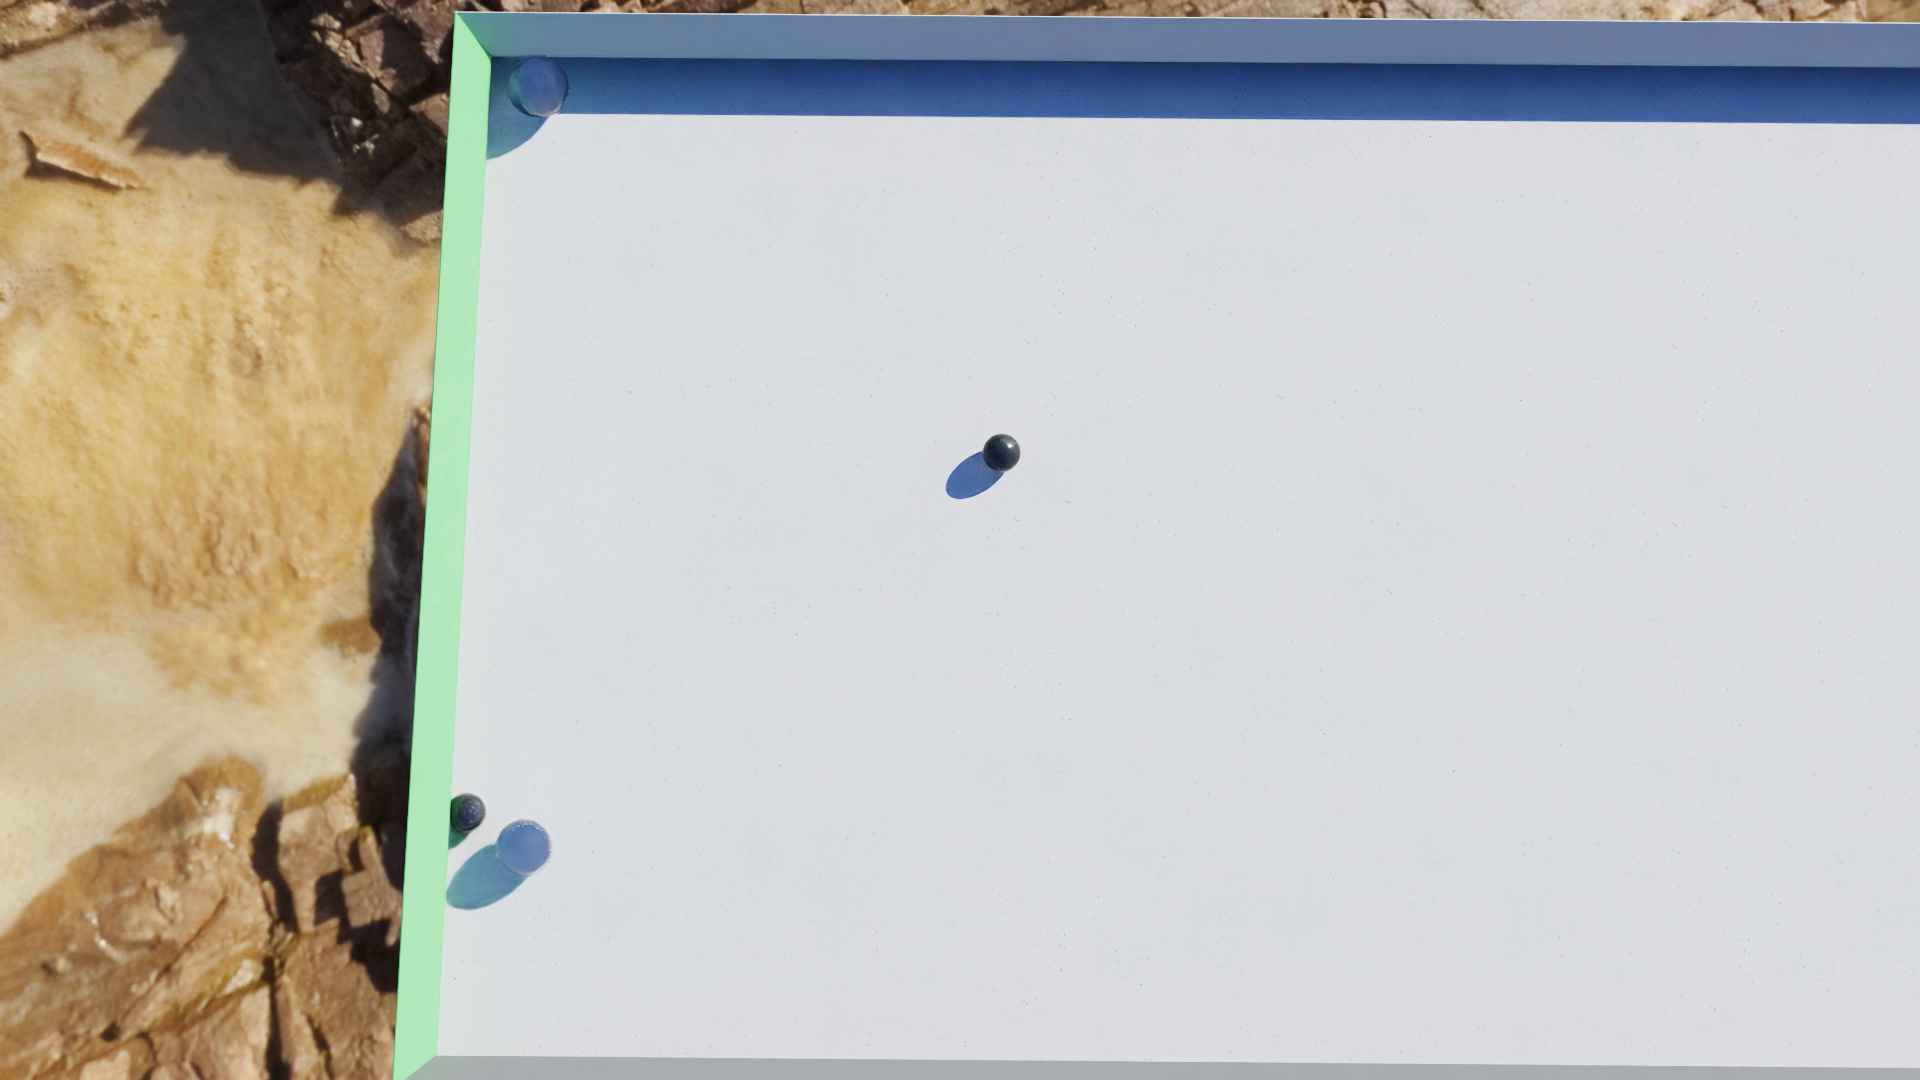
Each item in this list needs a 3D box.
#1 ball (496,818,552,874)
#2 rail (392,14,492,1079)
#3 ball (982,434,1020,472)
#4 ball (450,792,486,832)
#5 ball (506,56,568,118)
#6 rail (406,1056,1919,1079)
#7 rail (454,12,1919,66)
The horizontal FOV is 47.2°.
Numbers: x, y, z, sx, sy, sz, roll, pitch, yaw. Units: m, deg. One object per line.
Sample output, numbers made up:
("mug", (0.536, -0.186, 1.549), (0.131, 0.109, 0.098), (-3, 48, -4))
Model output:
("ball", (-0.636, 0.447, 3.204), (0.080, 0.080, 0.080), (0, 78, 0))
("rail", (-0.760, -0.012, 3.277), (0.045, 0.121, 1.611), (0, 78, 0))
("ball", (0.063, -0.132, 3.335), (0.058, 0.058, 0.058), (0, 78, 0))
("ball", (-0.724, 0.400, 3.226), (0.058, 0.058, 0.058), (0, 78, 0))
("ball", (-0.661, -0.708, 3.435), (0.093, 0.093, 0.093), (0, 78, 0))
("rail", (0.777, 0.766, 3.117), (3.136, 0.121, 0.045), (0, 78, 0))
("rail", (0.790, -0.765, 3.432), (3.136, 0.121, 0.045), (0, 78, 0))
